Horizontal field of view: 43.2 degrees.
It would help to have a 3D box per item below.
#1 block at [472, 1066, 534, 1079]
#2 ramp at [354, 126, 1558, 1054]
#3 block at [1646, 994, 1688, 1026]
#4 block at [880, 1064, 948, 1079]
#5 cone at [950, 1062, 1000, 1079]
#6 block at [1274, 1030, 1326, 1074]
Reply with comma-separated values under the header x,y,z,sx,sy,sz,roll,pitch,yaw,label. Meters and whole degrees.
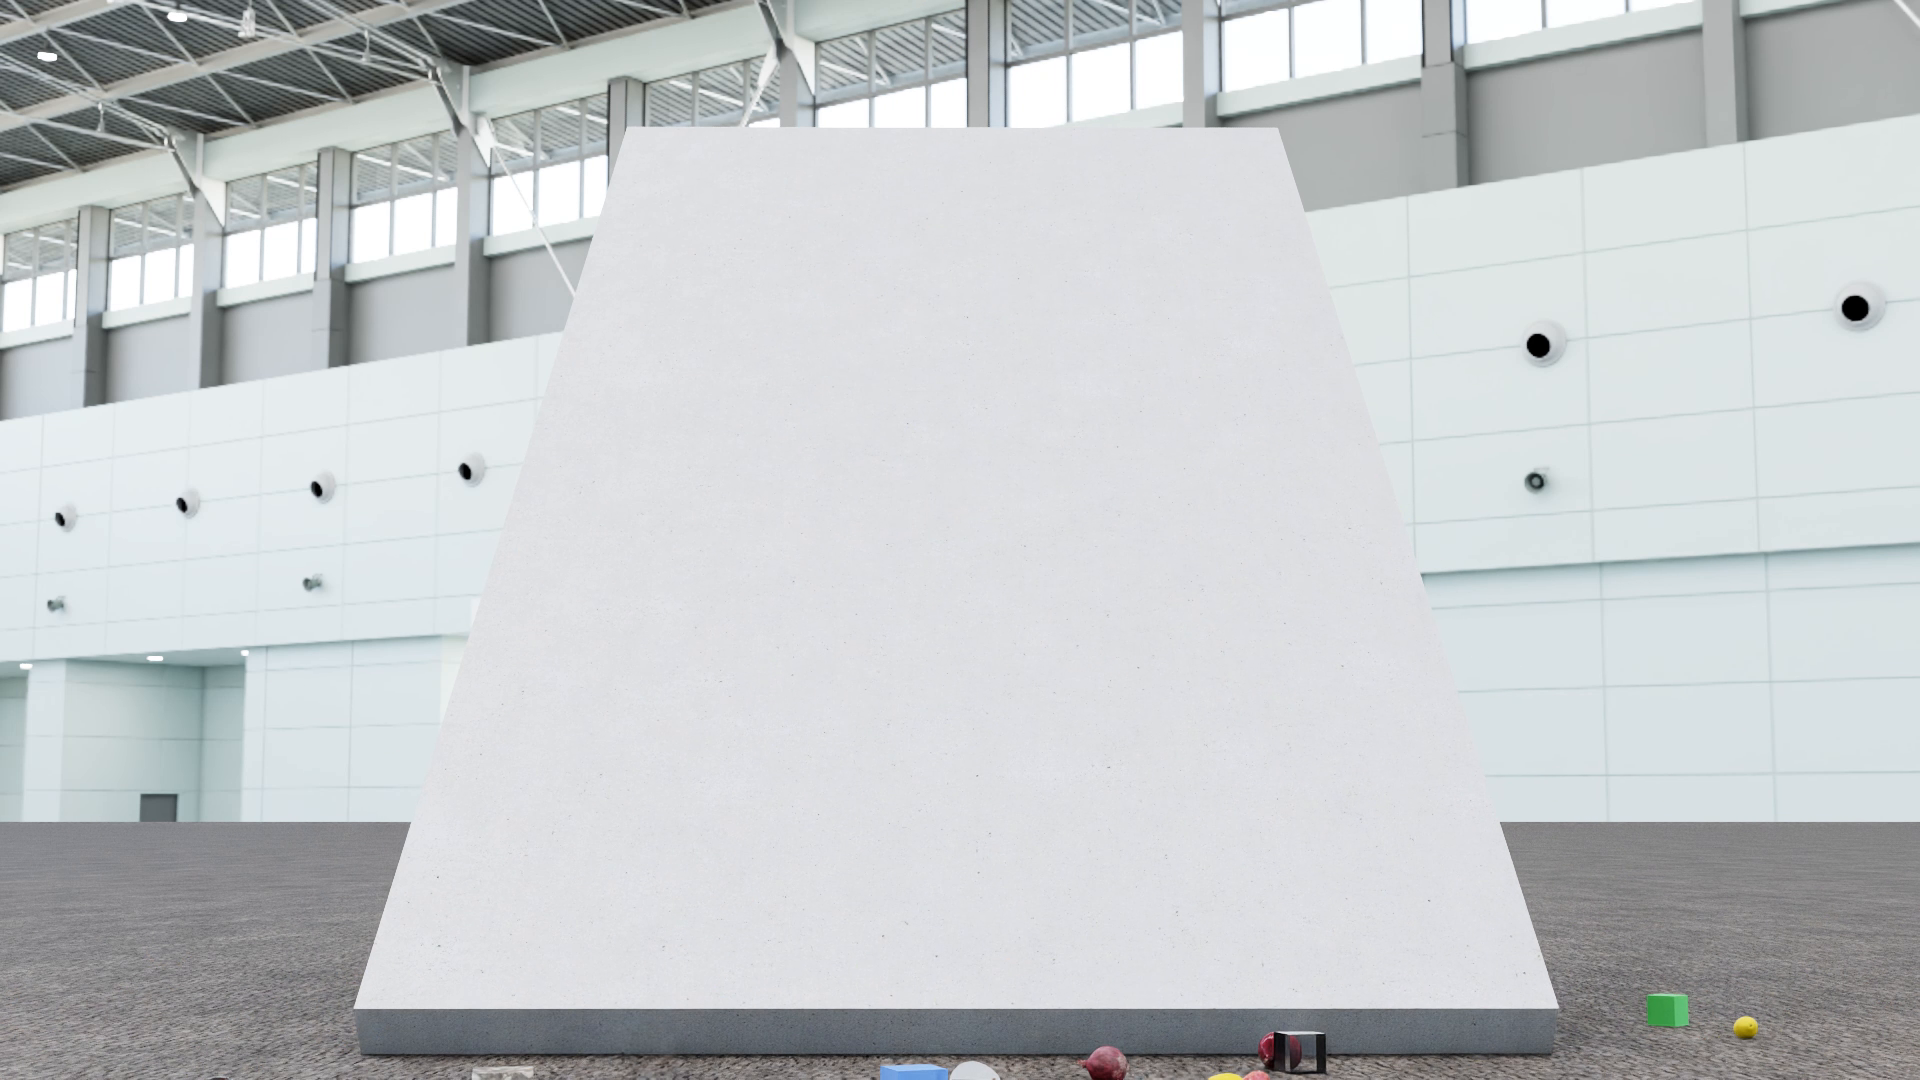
x,y,z,sx,sy,sz,roll,pitch,yaw,label
-0.583,0.713,3.091,0.076,0.076,0.076,1,-7,-10,block
-0.014,-0.203,5.771,2.000,0.100,4.000,0,31,0,ramp
1.353,0.899,4.642,0.056,0.056,0.056,-6,-9,42,block
-0.060,0.726,3.180,0.069,0.069,0.069,2,-7,-21,block
0.003,0.745,3.206,0.085,0.085,0.085,4,-34,-31,cone
0.531,0.800,3.792,0.061,0.061,0.061,2,-7,-16,block
